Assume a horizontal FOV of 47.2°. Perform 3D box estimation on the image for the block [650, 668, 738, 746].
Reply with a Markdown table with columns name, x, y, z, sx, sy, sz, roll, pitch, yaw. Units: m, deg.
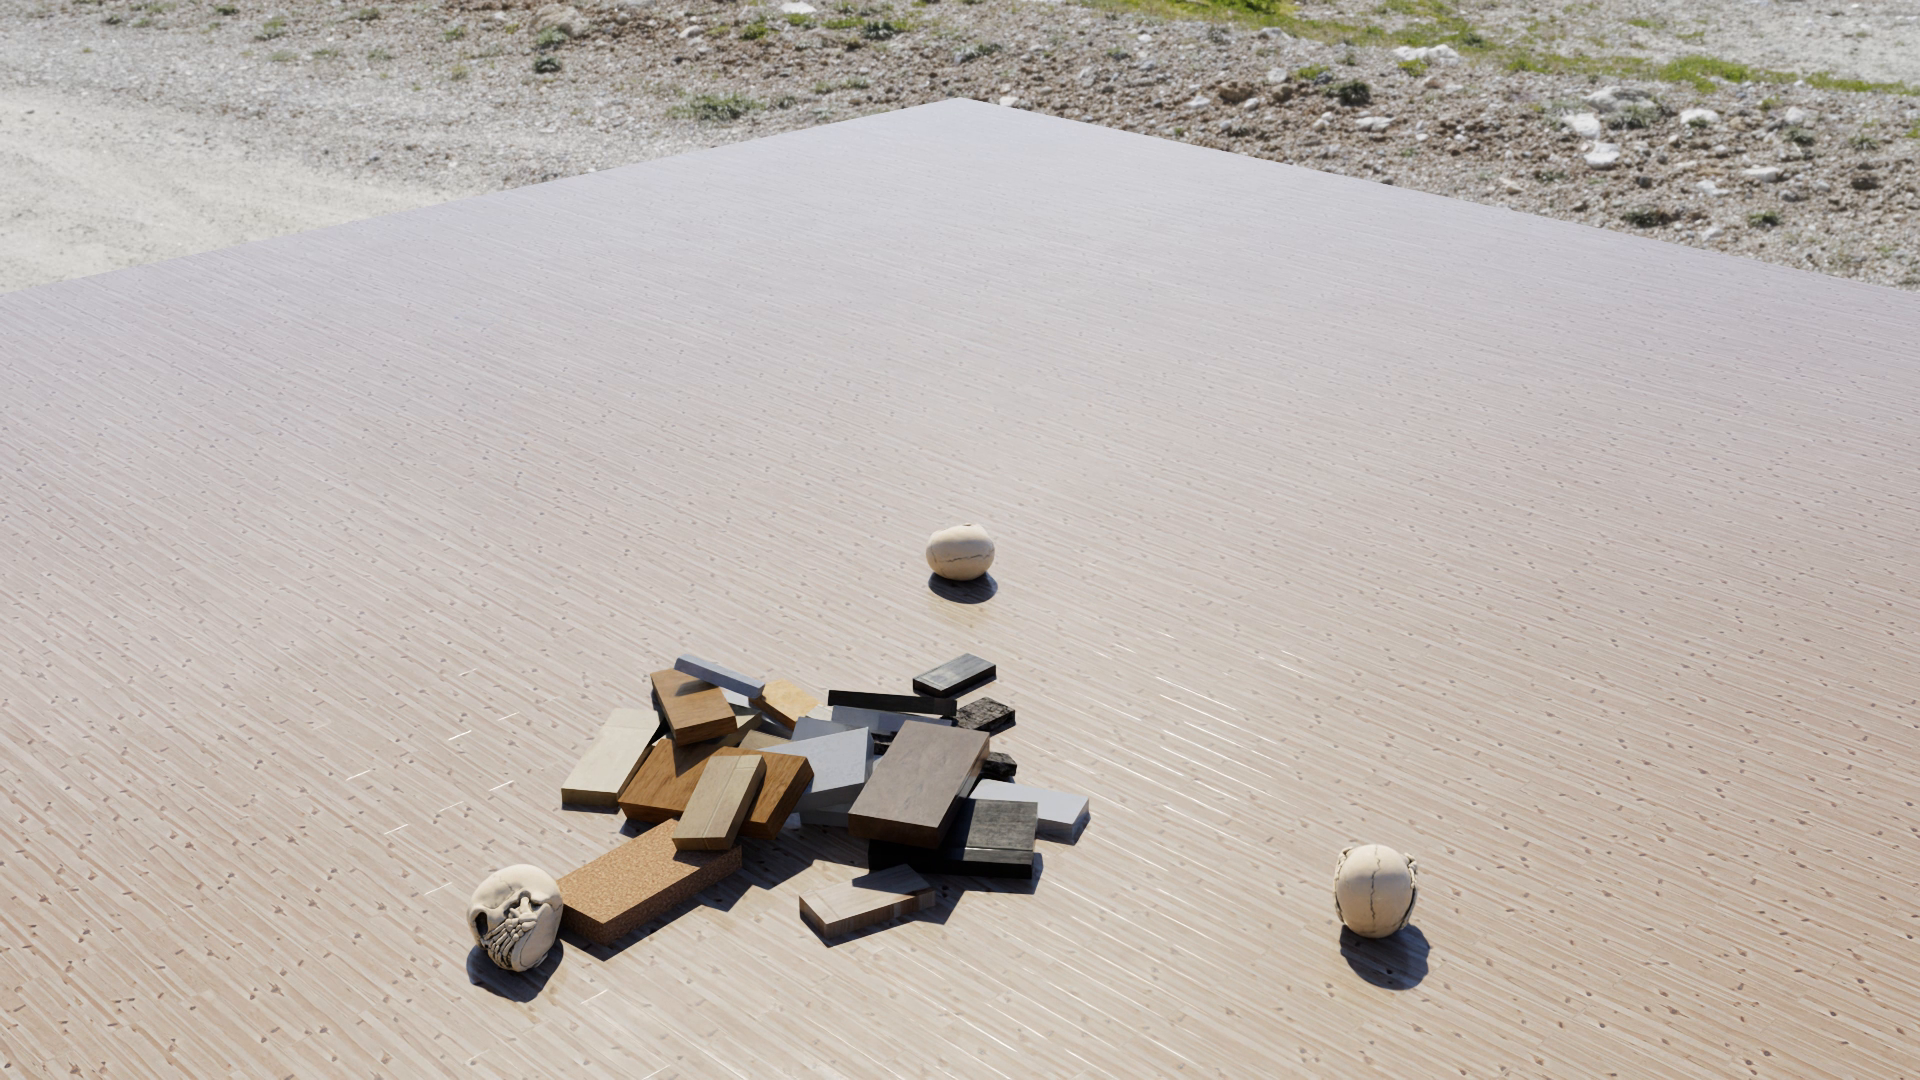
| name | x | y | z | sx | sy | sz | roll | pitch | yaw |
| --- | --- | --- | --- | --- | --- | --- | --- | --- | --- |
| block | -0.576 | 0.346 | 4.721 | 0.126 | 0.036 | 0.540 | -12 | 11 | -11 |

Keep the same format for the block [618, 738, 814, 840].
| name | x | y | z | sx | sy | sz | roll | pitch | yaw |
| --- | --- | --- | --- | --- | --- | --- | --- | --- | --- |
| block | -0.488 | 0.495 | 4.392 | 0.356 | 0.050 | 0.178 | 4 | 43 | 29 |

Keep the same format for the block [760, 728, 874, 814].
| name | x | y | z | sx | sy | sz | roll | pitch | yaw |
| --- | --- | --- | --- | --- | --- | --- | --- | --- | --- |
| block | -0.333 | 0.477 | 4.423 | 0.316 | 0.045 | 0.158 | -12 | 37 | 11 |

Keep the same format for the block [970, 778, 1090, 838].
| name | x | y | z | sx | sy | sz | roll | pitch | yaw |
| --- | --- | --- | --- | --- | --- | --- | --- | --- | --- |
| block | 0.135 | 0.541 | 4.444 | 0.229 | 0.032 | 0.114 | 8 | 24 | 18 |

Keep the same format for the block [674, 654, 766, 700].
| name | x | y | z | sx | sy | sz | roll | pitch | yaw |
| --- | --- | --- | --- | --- | --- | --- | --- | --- | --- |
| block | -0.522 | 0.296 | 4.781 | 0.189 | 0.027 | 0.094 | 20 | 4 | 3 |

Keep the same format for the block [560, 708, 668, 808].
| name | x | y | z | sx | sy | sz | roll | pitch | yaw |
| --- | --- | --- | --- | --- | --- | --- | --- | --- | --- |
| block | -0.726 | 0.456 | 4.644 | 0.118 | 0.034 | 0.360 | 4 | 23 | 9 |

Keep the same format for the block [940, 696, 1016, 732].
| name | x | y | z | sx | sy | sz | roll | pitch | yaw |
| --- | --- | --- | --- | --- | --- | --- | --- | --- | --- |
| block | 0.025 | 0.396 | 4.795 | 0.181 | 0.026 | 0.090 | -21 | 31 | -40 |

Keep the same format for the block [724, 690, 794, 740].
| name | x | y | z | sx | sy | sz | roll | pitch | yaw |
| --- | --- | --- | --- | --- | --- | --- | --- | --- | --- |
| block | -0.392 | 0.389 | 4.810 | 0.315 | 0.027 | 0.094 | 19 | 30 | 38 |

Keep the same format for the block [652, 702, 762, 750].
| name | x | y | z | sx | sy | sz | roll | pitch | yaw |
| --- | --- | --- | --- | --- | --- | --- | --- | --- | --- |
| block | -0.535 | 0.412 | 4.661 | 0.118 | 0.034 | 0.237 | 12 | 26 | 26 |

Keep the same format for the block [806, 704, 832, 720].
| name | x | y | z | sx | sy | sz | roll | pitch | yaw |
| --- | --- | --- | --- | --- | --- | --- | --- | --- | --- |
| block | -0.270 | 0.388 | 4.697 | 0.111 | 0.016 | 0.055 | 21 | 32 | 23 |

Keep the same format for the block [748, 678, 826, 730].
| name | x | y | z | sx | sy | sz | roll | pitch | yaw |
| --- | --- | --- | --- | --- | --- | --- | --- | --- | --- |
| block | -0.373 | 0.360 | 4.809 | 0.095 | 0.027 | 0.189 | -17 | 28 | -34 |

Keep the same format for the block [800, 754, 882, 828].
| name | x | y | z | sx | sy | sz | roll | pitch | yaw |
| --- | --- | --- | --- | --- | --- | --- | --- | --- | --- |
| block | -0.153 | 0.510 | 4.436 | 0.316 | 0.045 | 0.158 | 4 | 43 | 10 |

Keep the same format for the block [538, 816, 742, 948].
| name | x | y | z | sx | sy | sz | roll | pitch | yaw |
| --- | --- | --- | --- | --- | --- | --- | --- | --- | --- |
| block | -0.604 | 0.643 | 4.180 | 0.178 | 0.050 | 0.356 | 18 | 29 | 36 |

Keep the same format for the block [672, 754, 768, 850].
| name | x | y | z | sx | sy | sz | roll | pitch | yaw |
| --- | --- | --- | --- | --- | --- | --- | --- | --- | --- |
| block | -0.467 | 0.510 | 4.283 | 0.114 | 0.032 | 0.229 | -4 | 36 | 21 |

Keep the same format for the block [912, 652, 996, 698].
| name | x | y | z | sx | sy | sz | roll | pitch | yaw |
| --- | --- | --- | --- | --- | --- | --- | --- | --- | --- |
| block | -0.012 | 0.310 | 4.998 | 0.090 | 0.026 | 0.181 | 20 | 30 | 39 |

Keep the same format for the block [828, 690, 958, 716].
| name | x | y | z | sx | sy | sz | roll | pitch | yaw |
| --- | --- | --- | --- | --- | --- | --- | --- | --- | --- |
| block | -0.146 | 0.354 | 4.774 | 0.251 | 0.036 | 0.126 | 3 | -5 | 23 |

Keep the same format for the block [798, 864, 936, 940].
| name | x | y | z | sx | sy | sz | roll | pitch | yaw |
| --- | --- | --- | --- | --- | --- | --- | --- | --- | --- |
| block | -0.174 | 0.676 | 4.127 | 0.229 | 0.032 | 0.114 | -13 | 26 | -27 |

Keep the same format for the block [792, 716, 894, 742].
| name | x | y | z | sx | sy | sz | roll | pitch | yaw |
| --- | --- | --- | --- | --- | --- | --- | --- | --- | --- |
| block | -0.253 | 0.438 | 4.619 | 0.208 | 0.029 | 0.104 | 7 | 61 | 16 |

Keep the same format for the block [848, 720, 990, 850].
| name | x | y | z | sx | sy | sz | roll | pitch | yaw |
| --- | --- | --- | --- | --- | --- | --- | --- | --- | --- |
| block | -0.076 | 0.477 | 4.330 | 0.178 | 0.050 | 0.356 | 7 | 27 | 15 |

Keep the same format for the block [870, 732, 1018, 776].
| name | x | y | z | sx | sy | sz | roll | pitch | yaw |
| --- | --- | --- | --- | --- | --- | --- | --- | --- | --- |
| block | -0.045 | 0.444 | 4.560 | 0.318 | 0.026 | 0.090 | 10 | 7 | -12 |

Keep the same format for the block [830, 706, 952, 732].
| name | x | y | z | sx | sy | sz | roll | pitch | yaw |
| --- | --- | --- | --- | --- | --- | --- | --- | --- | --- |
| block | -0.143 | 0.383 | 4.653 | 0.126 | 0.036 | 0.251 | 6 | -4 | 37 |

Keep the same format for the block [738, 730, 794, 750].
| name | x | y | z | sx | sy | sz | roll | pitch | yaw |
| --- | --- | --- | --- | --- | --- | --- | --- | --- | --- |
| block | -0.371 | 0.465 | 4.577 | 0.208 | 0.029 | 0.104 | 12 | 49 | 26 |

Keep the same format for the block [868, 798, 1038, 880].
| name | x | y | z | sx | sy | sz | roll | pitch | yaw |
| --- | --- | --- | --- | --- | --- | --- | --- | --- | --- |
| block | -0.012 | 0.576 | 4.283 | 0.316 | 0.045 | 0.158 | 3 | 42 | 6 |
